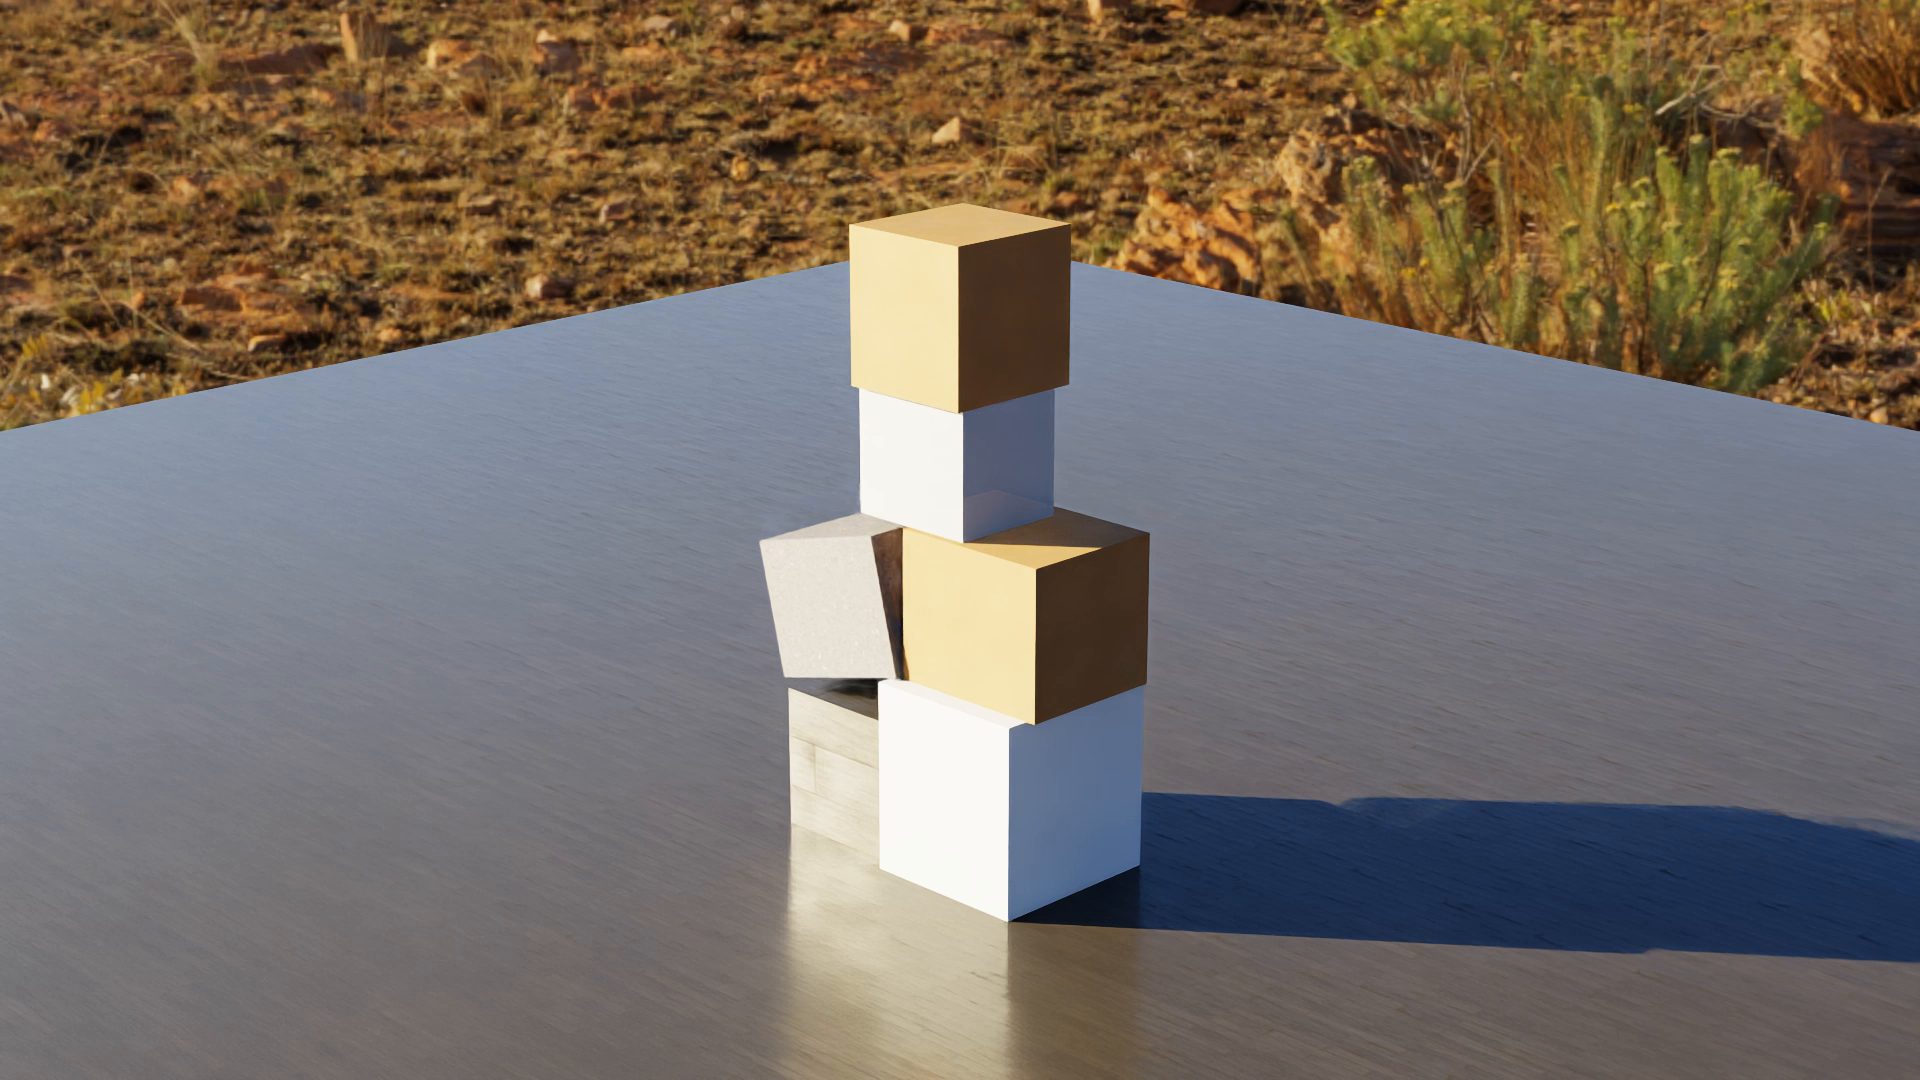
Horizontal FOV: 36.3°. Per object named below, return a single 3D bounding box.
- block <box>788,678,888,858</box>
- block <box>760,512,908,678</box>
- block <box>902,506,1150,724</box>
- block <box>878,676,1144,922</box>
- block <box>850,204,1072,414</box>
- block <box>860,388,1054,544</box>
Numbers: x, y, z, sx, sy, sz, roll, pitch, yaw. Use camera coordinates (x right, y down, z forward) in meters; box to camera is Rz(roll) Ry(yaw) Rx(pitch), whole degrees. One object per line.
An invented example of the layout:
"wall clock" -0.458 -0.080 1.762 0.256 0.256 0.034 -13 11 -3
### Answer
"block" -0.304 1.019 13.958 0.741 0.686 0.687 -17 24 -42
"block" -0.325 0.229 13.780 0.818 0.659 0.785 -17 10 -42
"block" 0.293 0.299 13.153 0.734 0.712 0.822 -17 24 -42
"block" 0.232 1.073 13.406 0.879 0.915 0.819 -17 24 -42
"block" 0.002 -1.042 13.016 0.705 0.732 0.675 -17 24 -42
"block" -0.013 -0.403 13.201 0.581 0.598 0.654 -17 24 -42
